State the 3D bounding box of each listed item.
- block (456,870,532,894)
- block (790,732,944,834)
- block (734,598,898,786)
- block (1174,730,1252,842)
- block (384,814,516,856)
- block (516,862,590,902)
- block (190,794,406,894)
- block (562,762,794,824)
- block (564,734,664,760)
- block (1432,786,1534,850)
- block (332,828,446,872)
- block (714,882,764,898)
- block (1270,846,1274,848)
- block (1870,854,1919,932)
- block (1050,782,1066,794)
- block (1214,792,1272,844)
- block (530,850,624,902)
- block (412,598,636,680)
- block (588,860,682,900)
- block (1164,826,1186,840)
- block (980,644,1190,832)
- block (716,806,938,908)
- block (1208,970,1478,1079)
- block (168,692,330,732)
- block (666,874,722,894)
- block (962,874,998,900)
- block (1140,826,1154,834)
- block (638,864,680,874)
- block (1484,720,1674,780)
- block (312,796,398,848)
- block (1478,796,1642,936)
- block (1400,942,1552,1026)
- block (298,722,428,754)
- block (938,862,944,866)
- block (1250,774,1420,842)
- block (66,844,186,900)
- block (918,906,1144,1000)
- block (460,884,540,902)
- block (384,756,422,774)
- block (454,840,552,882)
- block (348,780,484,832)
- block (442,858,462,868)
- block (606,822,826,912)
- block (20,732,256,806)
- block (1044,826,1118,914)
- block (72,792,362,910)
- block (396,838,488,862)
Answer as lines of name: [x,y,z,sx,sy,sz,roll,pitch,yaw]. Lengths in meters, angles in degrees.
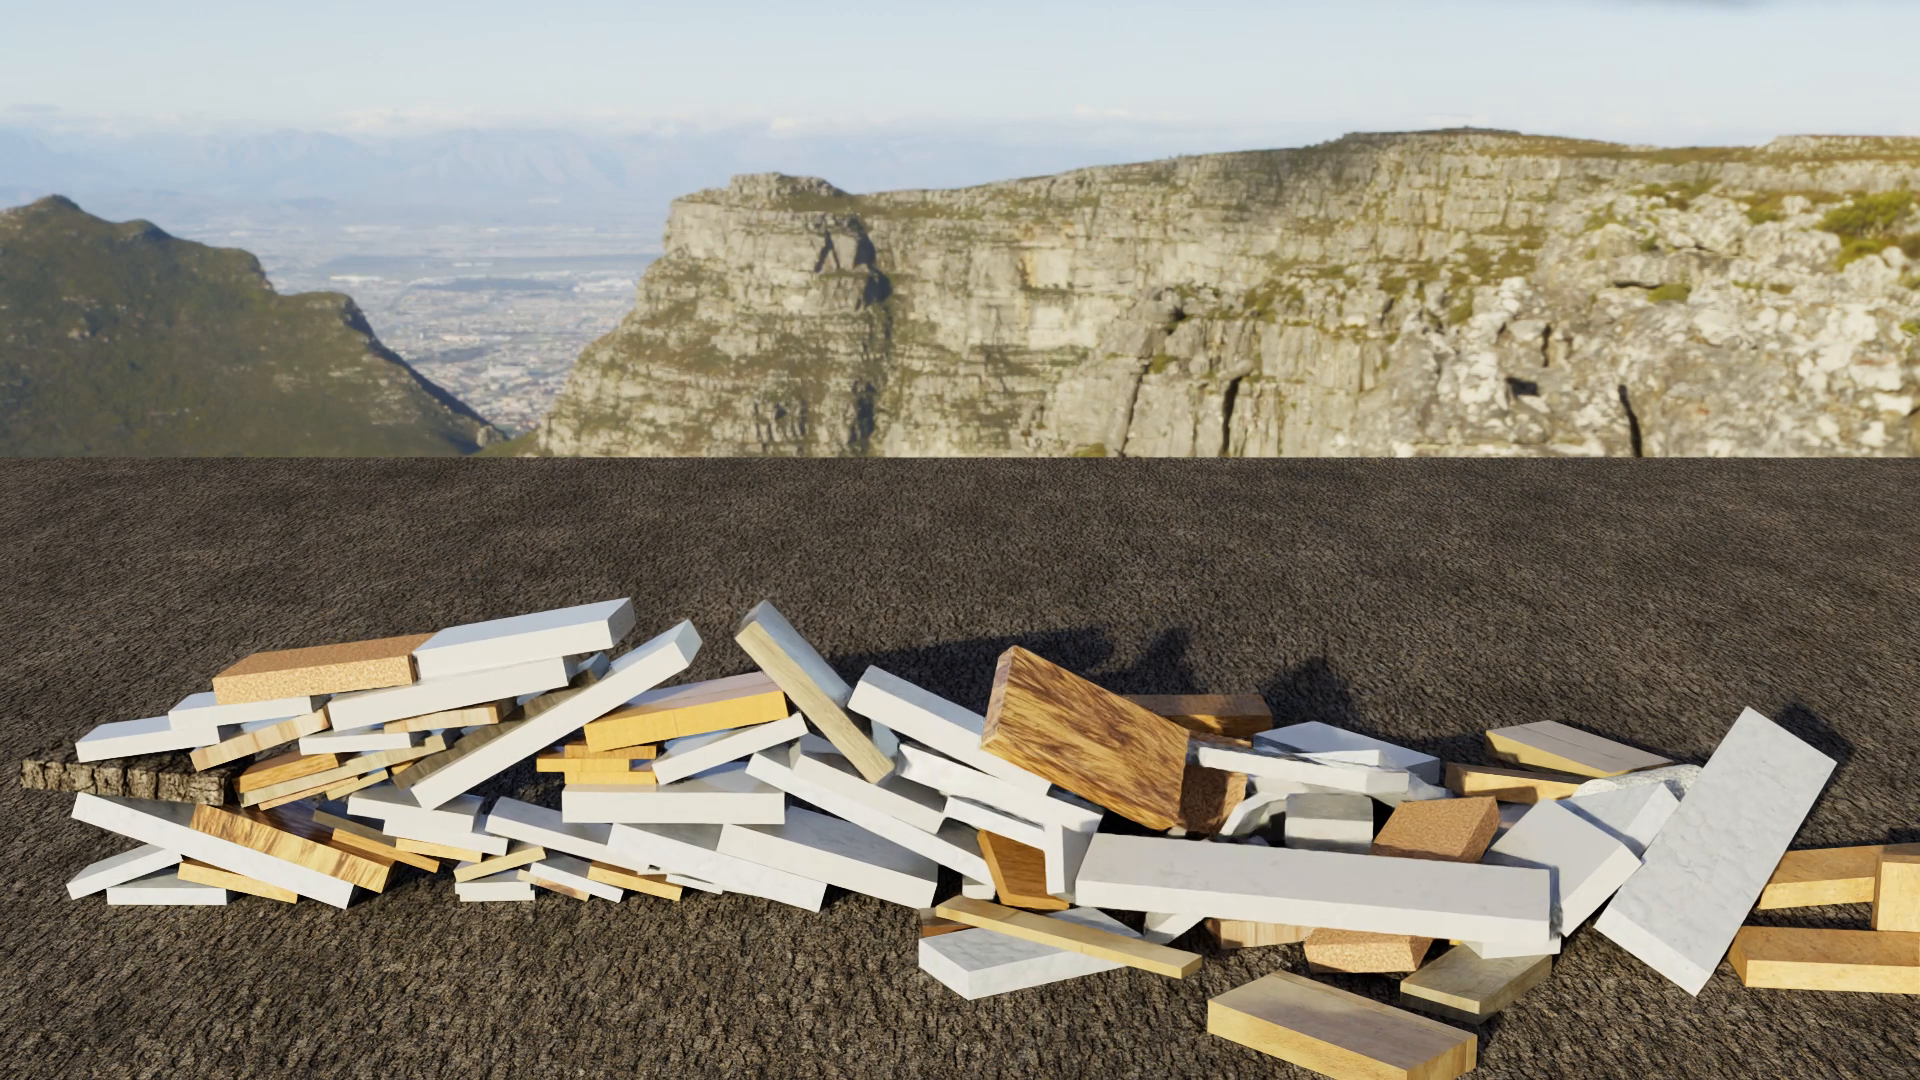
block: [-0.772,0.567,3.651,0.121,0.017,0.061,-1,11,-5]
block: [-0.154,0.396,3.614,0.258,0.037,0.129,24,10,-11]
block: [-0.231,0.246,3.600,0.046,0.328,0.164,-42,7,8]
block: [0.440,0.435,3.837,0.111,0.031,0.221,11,46,4]
block: [-0.842,0.477,3.649,0.202,0.029,0.101,10,10,-1]
block: [-0.670,0.563,3.651,0.122,0.017,0.061,19,9,-5]
block: [-1.089,0.486,3.658,0.327,0.046,0.163,19,10,-3]
block: [-0.461,0.416,3.637,0.359,0.051,0.180,0,11,1]
block: [-0.568,0.339,3.621,0.149,0.021,0.075,0,11,2]
block: [0.948,0.509,3.974,0.331,0.047,0.166,7,13,33]
block: [-0.945,0.504,3.652,0.178,0.020,0.070,19,10,-4]
block: [-0.361,0.574,3.662,0.094,0.013,0.047,12,10,-6]
block: [0.510,0.558,3.790,0.070,0.020,0.140,5,12,24]
block: [1.565,0.568,3.383,0.294,0.147,0.042,2,11,11]
block: [0.106,0.457,3.872,0.218,0.109,0.031,-1,45,46]
block: [0.455,0.474,3.602,0.070,0.140,0.020,-18,55,-39]
block: [-0.631,0.556,3.652,0.155,0.022,0.077,19,9,-4]
block: [-0.707,0.159,3.583,0.325,0.046,0.162,-10,10,7]
block: [-0.538,0.559,3.661,0.155,0.022,0.077,15,9,-6]
block: [0.324,0.517,3.568,0.020,0.070,0.140,28,-29,1]
block: [0.206,0.323,3.563,0.350,0.175,0.050,27,-37,-20]
block: [-0.215,0.515,3.658,0.359,0.051,0.180,16,10,-2]
block: [0.525,0.682,3.042,0.166,0.047,0.332,-10,15,-44]
block: [-1.161,0.268,3.599,0.229,0.032,0.114,-7,11,0]
block: [-0.442,0.567,3.671,0.095,0.013,0.047,15,10,-7]
block: [0.086,0.576,3.682,0.164,0.023,0.082,0,11,-1]
block: [0.316,0.452,4.151,0.166,0.047,0.331,-10,21,-33]
block: [-0.488,0.542,3.664,0.094,0.013,0.047,0,11,-6]
block: [1.230,0.433,4.381,0.172,0.049,0.344,-6,12,-28]
block: [-0.994,0.467,3.642,0.140,0.020,0.070,19,10,-5]
block: [0.937,0.509,3.461,0.159,0.045,0.318,-44,9,0]
block: [0.767,0.649,3.258,0.124,0.035,0.247,8,13,38]
block: [-0.971,0.318,3.588,0.185,0.026,0.092,-4,13,7]
block: [-0.016,0.544,3.850,0.172,0.024,0.086,1,11,6]
block: [0.645,0.469,3.983,0.347,0.049,0.173,-10,10,-30]
block: [-1.373,0.538,3.658,0.196,0.028,0.098,-20,10,3]
block: [0.109,0.627,3.353,0.307,0.043,0.153,-6,12,-28]
block: [-0.766,0.582,3.663,0.121,0.017,0.061,-1,11,-3]
block: [-0.934,0.370,3.673,0.050,0.014,0.101,-35,10,-23]
block: [-0.754,0.525,3.647,0.155,0.022,0.077,-16,9,6]
block: [-0.899,0.439,3.640,0.203,0.029,0.101,9,11,-4]
block: [-0.908,0.535,3.890,0.191,0.027,0.095,10,15,44]
block: [-0.394,0.515,3.655,0.359,0.051,0.180,16,10,-3]
block: [-1.354,0.378,3.632,0.327,0.046,0.163,5,10,-1]
block: [0.194,0.525,3.490,0.030,0.104,0.209,-11,-22,25]
block: [-1.215,0.491,3.657,0.465,0.046,0.163,19,10,-3]
block: [-0.855,0.503,3.642,0.140,0.020,0.070,9,10,-1]
